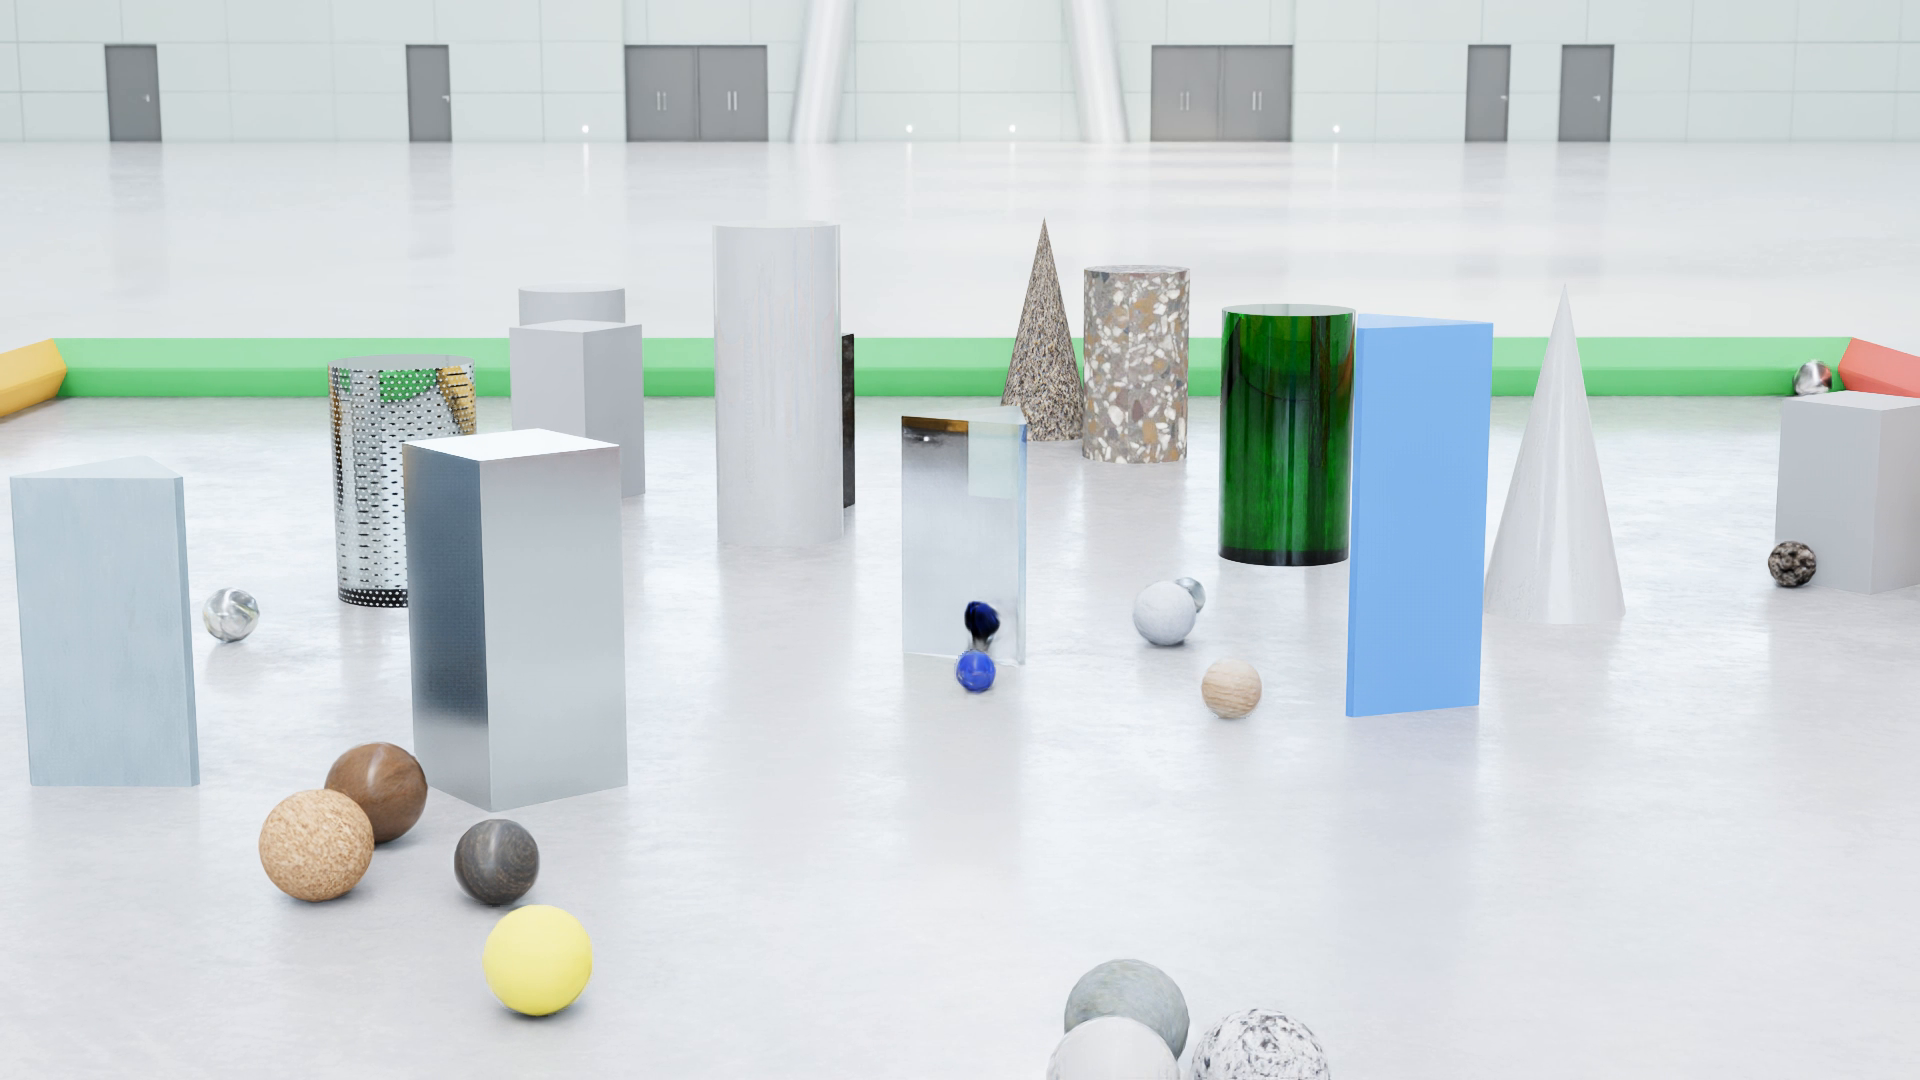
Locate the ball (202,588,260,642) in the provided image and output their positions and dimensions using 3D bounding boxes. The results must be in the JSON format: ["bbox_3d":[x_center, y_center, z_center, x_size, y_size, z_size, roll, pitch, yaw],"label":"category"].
[{"bbox_3d":[-0.931,0.095,3.277,0.071,0.071,0.071,0,10,0],"label":"ball"}]

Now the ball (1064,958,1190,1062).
[{"bbox_3d":[0.120,0.348,1.854,0.091,0.091,0.091,0,10,0],"label":"ball"}]

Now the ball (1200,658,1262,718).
[{"bbox_3d":[0.306,0.167,2.893,0.069,0.069,0.069,0,10,0],"label":"ball"}]

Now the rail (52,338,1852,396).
[{"bbox_3d":[-0.013,-0.382,5.691,4.005,0.128,0.045,0,10,0],"label":"rail"}]

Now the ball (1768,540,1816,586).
[{"bbox_3d":[1.176,0.033,3.626,0.065,0.065,0.065,0,10,0],"label":"ball"}]

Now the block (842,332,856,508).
[{"bbox_3d":[-0.276,-0.194,4.243,0.158,0.288,0.158,4,11,19],"label":"block"}]

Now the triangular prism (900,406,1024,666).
[{"bbox_3d":[0.037,-0.012,3.227,0.171,0.299,0.148,6,12,28],"label":"triangular prism"}]

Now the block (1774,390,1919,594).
[{"bbox_3d":[1.280,-0.071,3.657,0.158,0.259,0.158,-8,13,-37],"label":"block"}]

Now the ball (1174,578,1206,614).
[{"bbox_3d":[0.303,0.076,3.429,0.053,0.053,0.053,0,10,0],"label":"ball"}]

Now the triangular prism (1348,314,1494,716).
[{"bbox_3d":[0.494,-0.035,2.961,0.171,0.441,0.148,-4,11,-20],"label":"triangular prism"}]

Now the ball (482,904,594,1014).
[{"bbox_3d":[-0.328,0.326,1.993,0.085,0.085,0.085,0,10,0],"label":"ball"}]

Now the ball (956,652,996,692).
[{"bbox_3d":[0.019,0.155,3.018,0.047,0.047,0.047,0,10,0],"label":"ball"}]

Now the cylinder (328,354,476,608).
[{"bbox_3d":[-0.768,-0.085,3.554,0.198,0.325,0.198,0,10,0],"label":"cylinder"}]

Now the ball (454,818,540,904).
[{"bbox_3d":[-0.407,0.282,2.254,0.075,0.075,0.075,0,10,0],"label":"ball"}]

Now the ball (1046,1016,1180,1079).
[{"bbox_3d":[0.104,0.369,1.741,0.091,0.091,0.091,0,10,0],"label":"ball"}]

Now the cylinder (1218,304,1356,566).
[{"bbox_3d":[0.487,-0.160,3.835,0.198,0.369,0.198,0,10,0],"label":"cylinder"}]

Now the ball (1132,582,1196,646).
[{"bbox_3d":[0.260,0.093,3.259,0.081,0.081,0.081,0,10,0],"label":"ball"}]

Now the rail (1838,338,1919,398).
[{"bbox_3d":[1.979,0.031,3.460,0.045,0.128,4.608,0,10,0],"label":"rail"}]

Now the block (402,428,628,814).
[{"bbox_3d":[-0.451,0.076,2.607,0.158,0.352,0.158,-9,14,-39],"label":"block"}]

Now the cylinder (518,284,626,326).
[{"bbox_3d":[-0.726,-0.317,4.828,0.198,0.316,0.198,0,10,0],"label":"cylinder"}]

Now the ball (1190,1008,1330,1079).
[{"bbox_3d":[0.204,0.366,1.746,0.095,0.095,0.095,0,10,0],"label":"ball"}]

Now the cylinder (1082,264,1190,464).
[{"bbox_3d":[0.330,-0.332,4.815,0.198,0.352,0.198,0,10,0],"label":"cylinder"}]

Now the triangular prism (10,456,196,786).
[{"bbox_3d":[-0.866,0.081,2.672,0.171,0.320,0.148,0,10,1],"label":"triangular prism"}]

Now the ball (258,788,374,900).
[{"bbox_3d":[-0.568,0.269,2.264,0.099,0.099,0.099,0,10,0],"label":"ball"}]

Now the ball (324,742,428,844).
[{"bbox_3d":[-0.553,0.239,2.431,0.096,0.096,0.096,0,10,0],"label":"ball"}]

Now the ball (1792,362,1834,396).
[{"bbox_3d":[1.877,-0.350,5.647,0.084,0.084,0.084,0,10,0],"label":"ball"}]

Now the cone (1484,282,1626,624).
[{"bbox_3d":[0.803,-0.126,3.443,0.198,0.444,0.198,0,10,0],"label":"cone"}]

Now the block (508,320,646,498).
[{"bbox_3d":[-0.650,-0.219,4.366,0.158,0.292,0.158,6,12,30],"label":"block"}]

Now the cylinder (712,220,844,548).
[{"bbox_3d":[-0.282,-0.246,3.980,0.198,0.486,0.198,0,10,0],"label":"cylinder"}]

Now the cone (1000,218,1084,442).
[{"bbox_3d":[0.166,-0.425,5.089,0.198,0.434,0.198,0,10,0],"label":"cone"}]

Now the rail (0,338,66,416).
[{"bbox_3d":[-1.979,0.035,3.438,0.045,0.128,4.608,0,10,0],"label":"rail"}]
